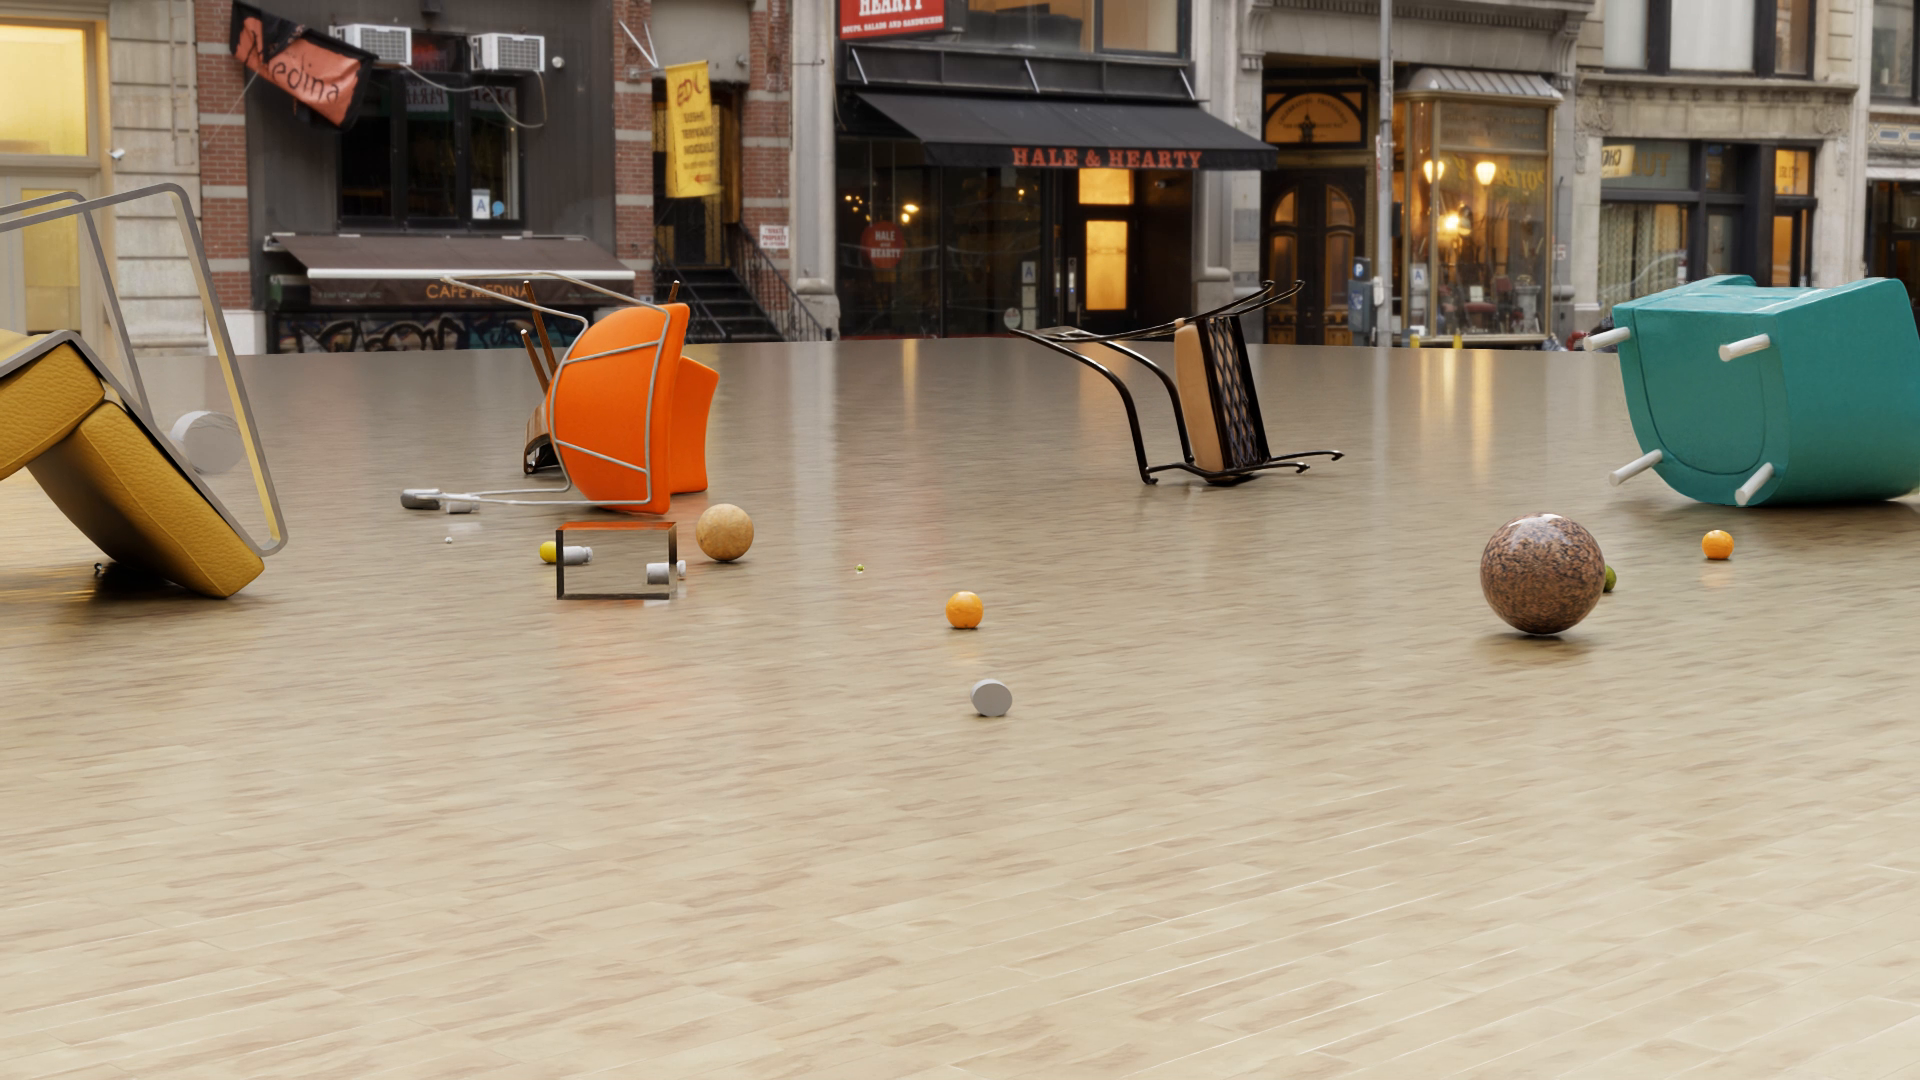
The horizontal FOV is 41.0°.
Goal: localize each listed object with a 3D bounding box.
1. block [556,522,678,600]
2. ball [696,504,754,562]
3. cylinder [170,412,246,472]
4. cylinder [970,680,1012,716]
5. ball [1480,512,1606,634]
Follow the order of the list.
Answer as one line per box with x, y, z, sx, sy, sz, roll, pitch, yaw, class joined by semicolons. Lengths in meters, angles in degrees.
-0.708;0.042;5.306;0.229;0.143;0.174;0;6;-1;block
-0.543;-0.017;5.925;0.134;0.134;0.134;0;6;0;ball
-2.542;-0.332;8.668;0.211;0.199;0.190;2;2;-29;cylinder
0.047;0.237;3.860;0.060;0.051;0.037;4;5;-6;cylinder
1.070;0.061;4.716;0.227;0.227;0.227;0;6;0;ball
